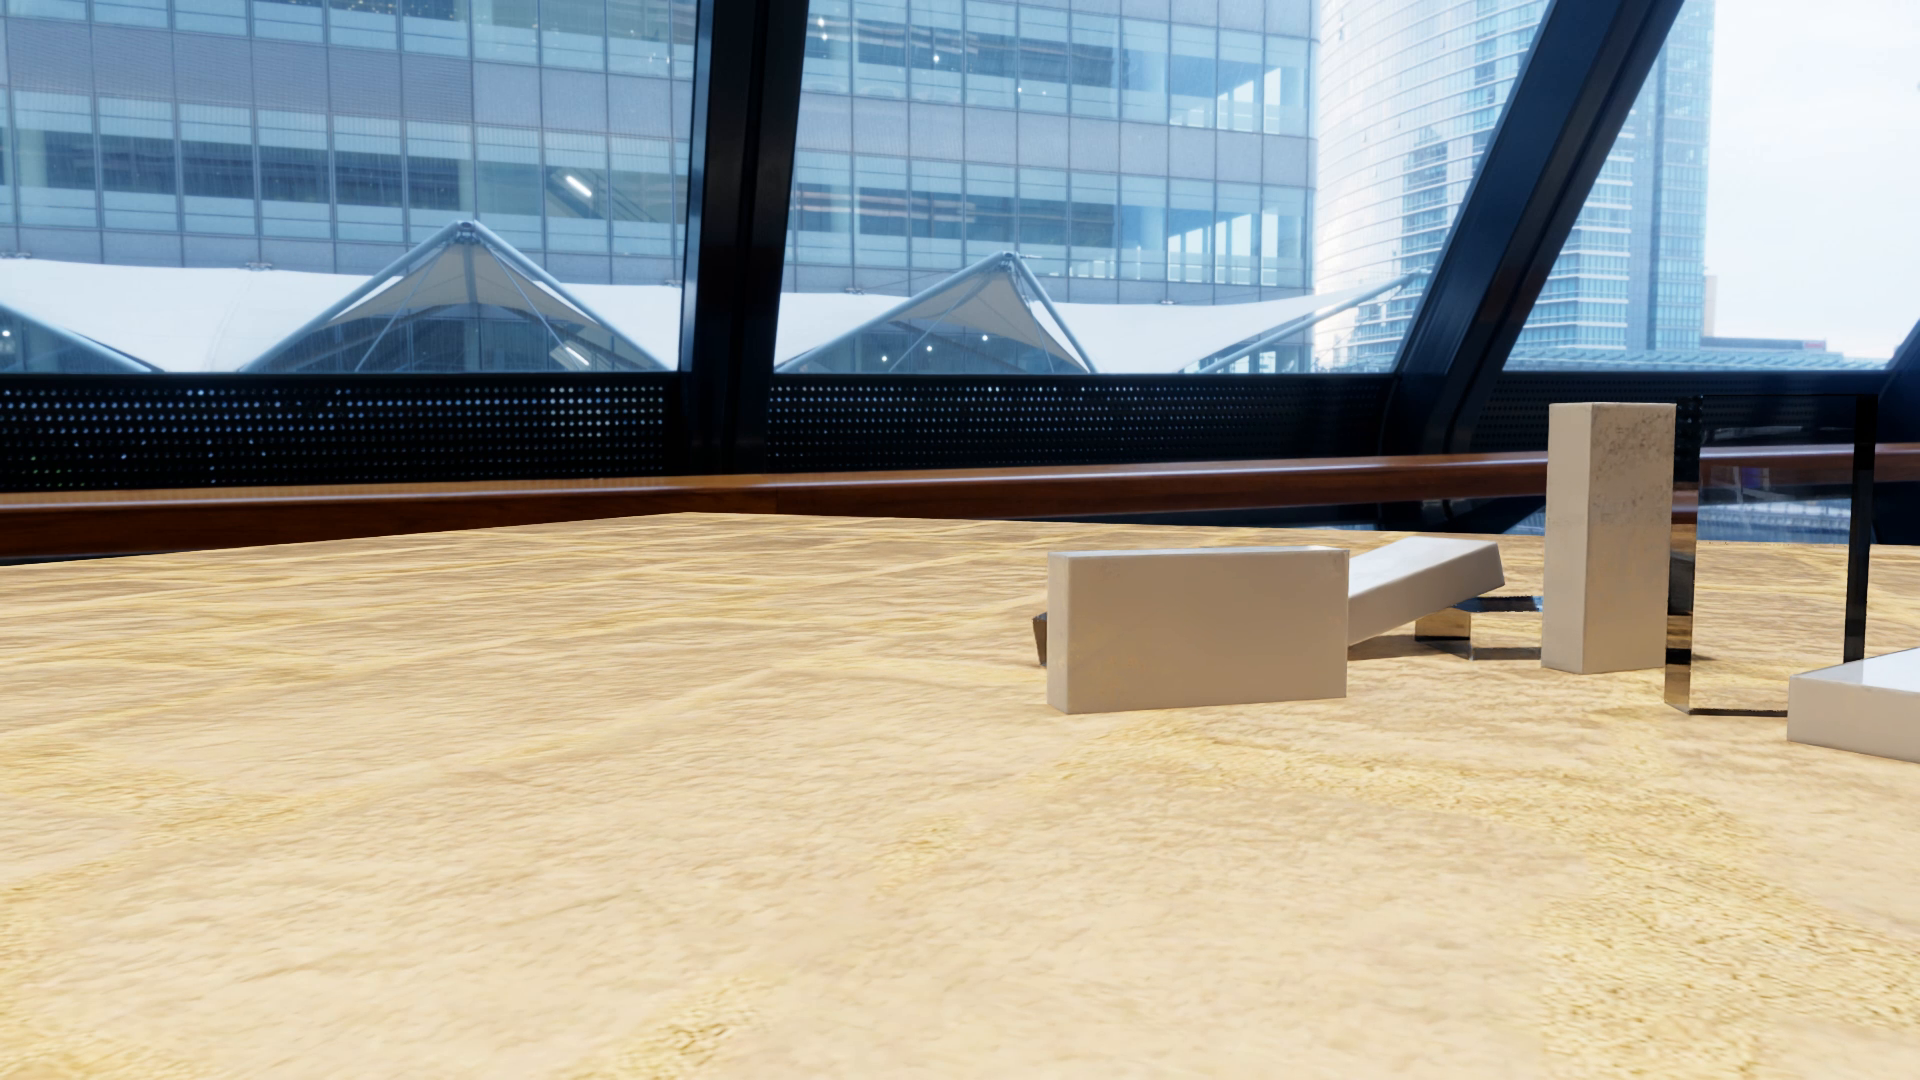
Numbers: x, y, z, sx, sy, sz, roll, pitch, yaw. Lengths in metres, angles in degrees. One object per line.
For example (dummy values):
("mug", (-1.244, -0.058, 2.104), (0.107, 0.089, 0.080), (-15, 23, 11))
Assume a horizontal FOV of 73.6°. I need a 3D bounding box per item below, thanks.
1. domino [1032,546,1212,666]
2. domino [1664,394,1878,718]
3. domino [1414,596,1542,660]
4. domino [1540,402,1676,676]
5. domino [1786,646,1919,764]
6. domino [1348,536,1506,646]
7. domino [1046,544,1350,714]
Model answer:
("domino", (0.041, 0.013, 0.251), (0.050, 0.009, 0.025), (-20, 15, -36))
("domino", (0.128, 0.002, 0.203), (0.025, 0.050, 0.009), (1, 4, 7))
("domino", (0.124, 0.018, 0.266), (0.050, 0.010, 0.025), (0, 4, -5))
("domino", (0.124, -0.001, 0.243), (0.025, 0.050, 0.010), (-2, 5, -23))
("domino", (0.146, 0.024, 0.188), (0.050, 0.010, 0.025), (-3, 5, -34))
("domino", (0.085, 0.011, 0.267), (0.050, 0.009, 0.025), (-18, 9, -20))
("domino", (0.040, 0.014, 0.212), (0.050, 0.025, 0.009), (-1, 4, -16))
